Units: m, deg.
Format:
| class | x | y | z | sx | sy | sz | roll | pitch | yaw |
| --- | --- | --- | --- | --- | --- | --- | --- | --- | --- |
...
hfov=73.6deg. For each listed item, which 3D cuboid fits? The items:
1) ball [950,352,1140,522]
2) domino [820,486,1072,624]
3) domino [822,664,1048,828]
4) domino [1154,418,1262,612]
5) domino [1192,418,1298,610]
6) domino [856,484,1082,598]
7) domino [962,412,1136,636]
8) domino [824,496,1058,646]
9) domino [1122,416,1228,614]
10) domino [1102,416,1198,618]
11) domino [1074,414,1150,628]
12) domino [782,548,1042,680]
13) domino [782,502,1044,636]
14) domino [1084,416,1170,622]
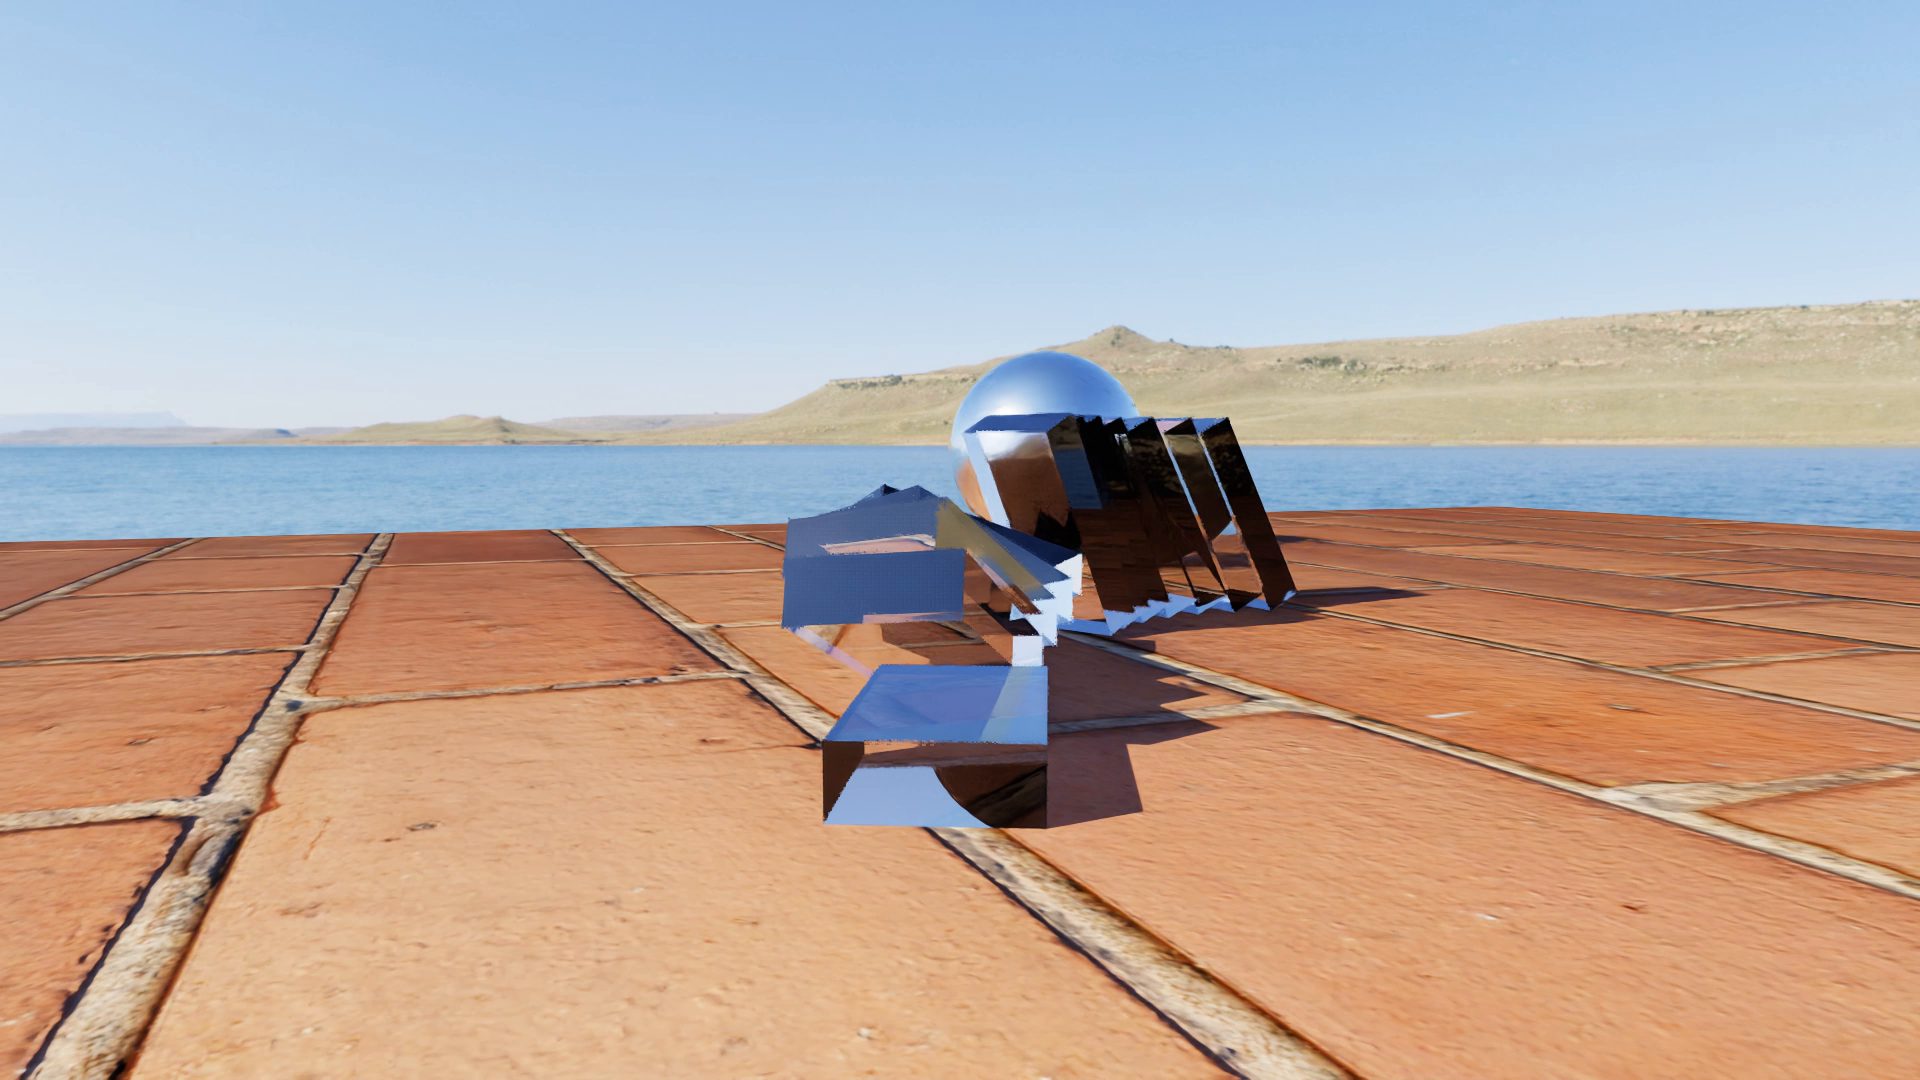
| class | x | y | z | sx | sy | sz | roll | pitch | yaw |
| --- | --- | --- | --- | --- | --- | --- | --- | --- | --- |
| ball | 0.036 | -0.037 | 0.524 | 0.080 | 0.080 | 0.080 | 0 | 4 | 0 |
| domino | -0.002 | 0.006 | 0.254 | 0.025 | 0.010 | 0.050 | -15 | -30 | 36 |
| domino | -0.001 | 0.025 | 0.167 | 0.025 | 0.010 | 0.050 | 0 | 4 | 4 |
| domino | 0.058 | -0.007 | 0.331 | 0.009 | 0.050 | 0.025 | -30 | 15 | -18 |
| domino | 0.068 | -0.007 | 0.335 | 0.009 | 0.050 | 0.025 | -30 | 15 | -18 |
| domino | -0.002 | 0.004 | 0.273 | 0.050 | 0.009 | 0.025 | 19 | -28 | -29 |
| domino | 0.020 | -0.004 | 0.287 | 0.025 | 0.050 | 0.009 | 4 | 32 | 45 |
| domino | -0.003 | 0.008 | 0.234 | 0.025 | 0.010 | 0.050 | -8 | -25 | 24 |
| domino | 0.048 | -0.006 | 0.327 | 0.009 | 0.050 | 0.025 | -30 | 15 | -18 |
| domino | 0.040 | -0.006 | 0.320 | 0.009 | 0.050 | 0.025 | -30 | 15 | -18 |
| domino | 0.025 | -0.004 | 0.299 | 0.010 | 0.050 | 0.025 | -34 | 23 | -31 |
| domino | -0.005 | 0.014 | 0.192 | 0.025 | 0.010 | 0.050 | -3 | -18 | 15 |
| domino | -0.006 | 0.009 | 0.213 | 0.025 | 0.009 | 0.050 | -6 | -25 | 21 |
| domino | 0.031 | -0.005 | 0.310 | 0.010 | 0.050 | 0.025 | -32 | 19 | -26 |
